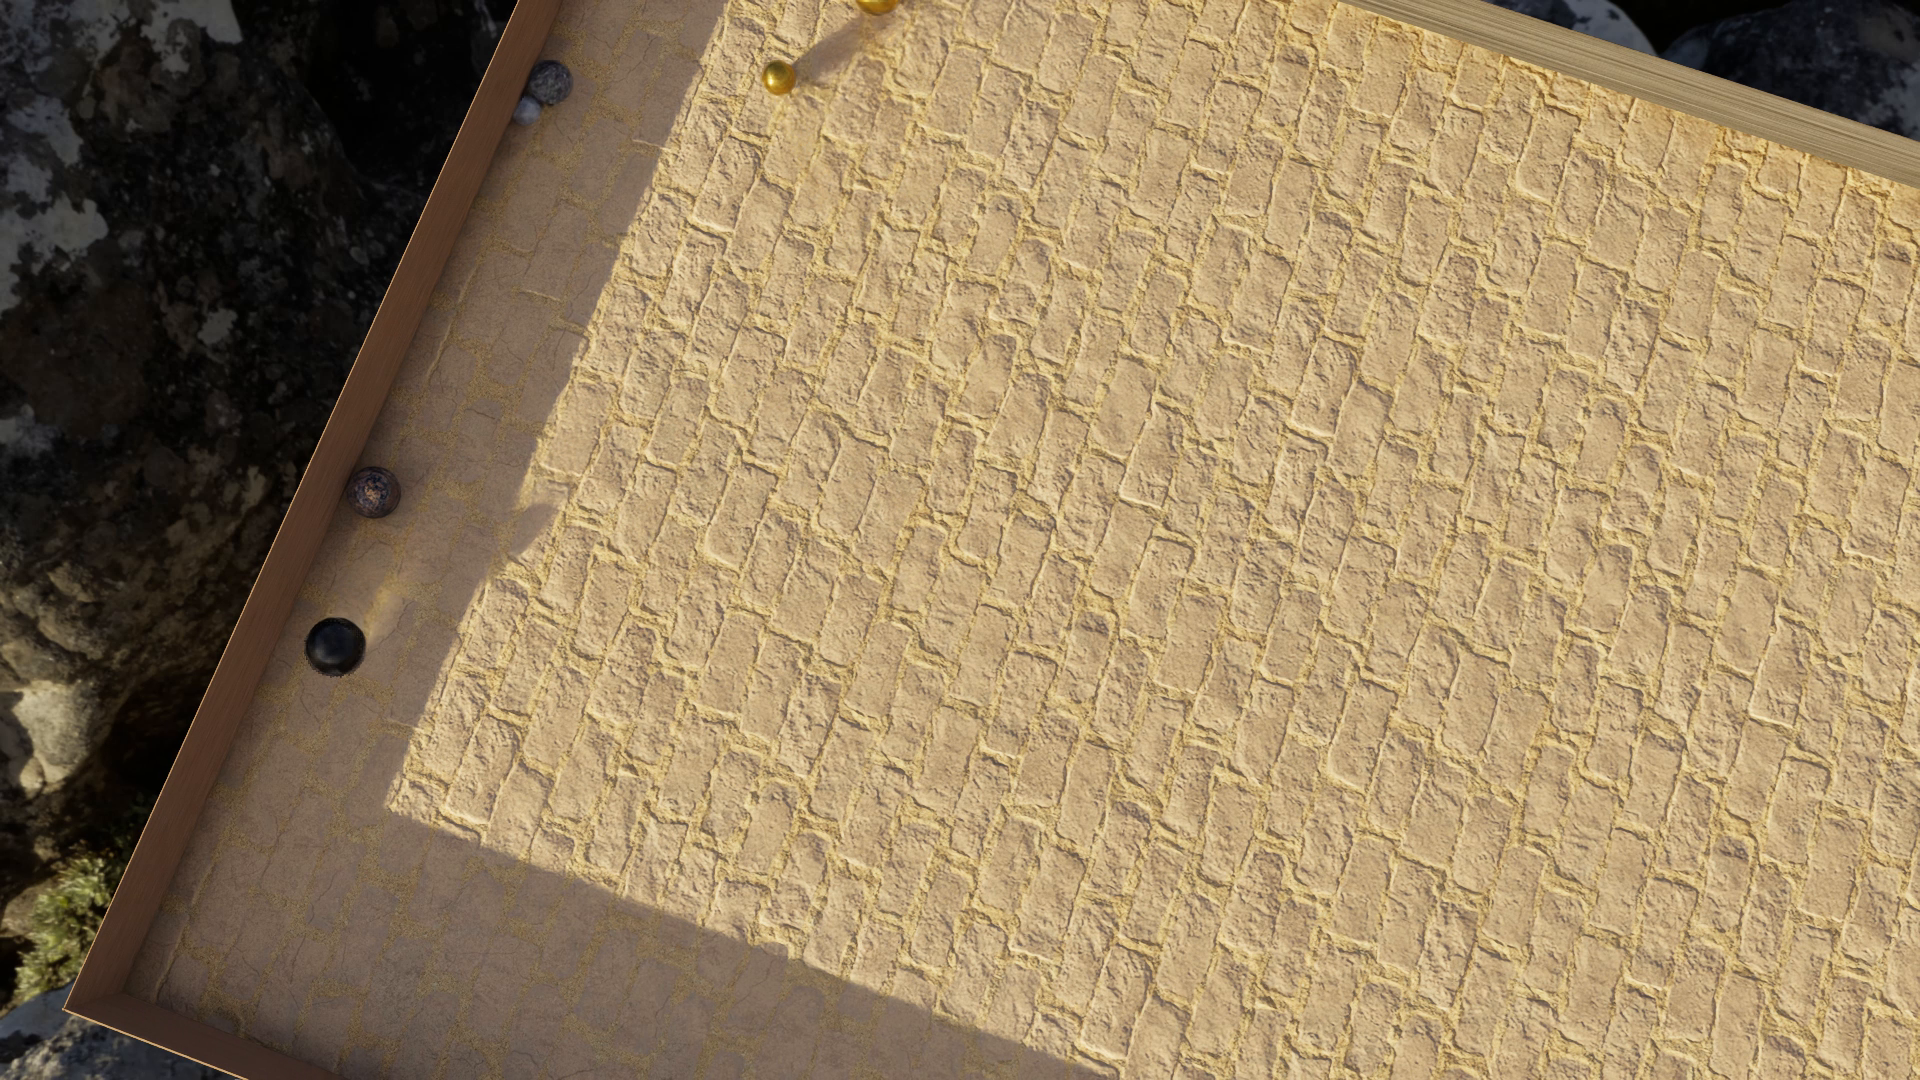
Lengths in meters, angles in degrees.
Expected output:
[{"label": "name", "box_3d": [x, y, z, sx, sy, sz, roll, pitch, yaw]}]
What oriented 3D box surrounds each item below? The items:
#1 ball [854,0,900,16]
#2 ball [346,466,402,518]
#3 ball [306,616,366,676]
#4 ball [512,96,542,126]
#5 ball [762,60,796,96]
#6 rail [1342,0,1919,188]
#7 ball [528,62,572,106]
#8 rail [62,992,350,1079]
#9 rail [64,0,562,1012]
[{"label": "ball", "box_3d": [-0.133, -0.889, 3.554, 0.081, 0.081, 0.081, 0, 76, 0]}, {"label": "ball", "box_3d": [-0.892, -0.072, 3.348, 0.080, 0.080, 0.080, 0, 76, 0]}, {"label": "ball", "box_3d": [-0.933, 0.158, 3.286, 0.087, 0.087, 0.087, 0, 76, 0]}, {"label": "ball", "box_3d": [-0.695, -0.688, 3.520, 0.047, 0.047, 0.047, 0, 76, 0]}, {"label": "ball", "box_3d": [-0.290, -0.741, 3.530, 0.054, 0.054, 0.054, 0, 76, 0]}, {"label": "rail", "box_3d": [1.253, -0.664, 3.480, 3.791, 0.113, 0.045, 19, 77, 5]}, {"label": "ball", "box_3d": [-0.656, -0.731, 3.520, 0.068, 0.068, 0.068, 0, 76, 0]}, {"label": "rail", "box_3d": [0.529, 1.277, 2.990, 3.791, 0.113, 0.045, 19, 77, 5]}, {"label": "rail", "box_3d": [-0.869, -0.310, 3.390, 0.045, 0.113, 2.176, 19, 77, 5]}]
